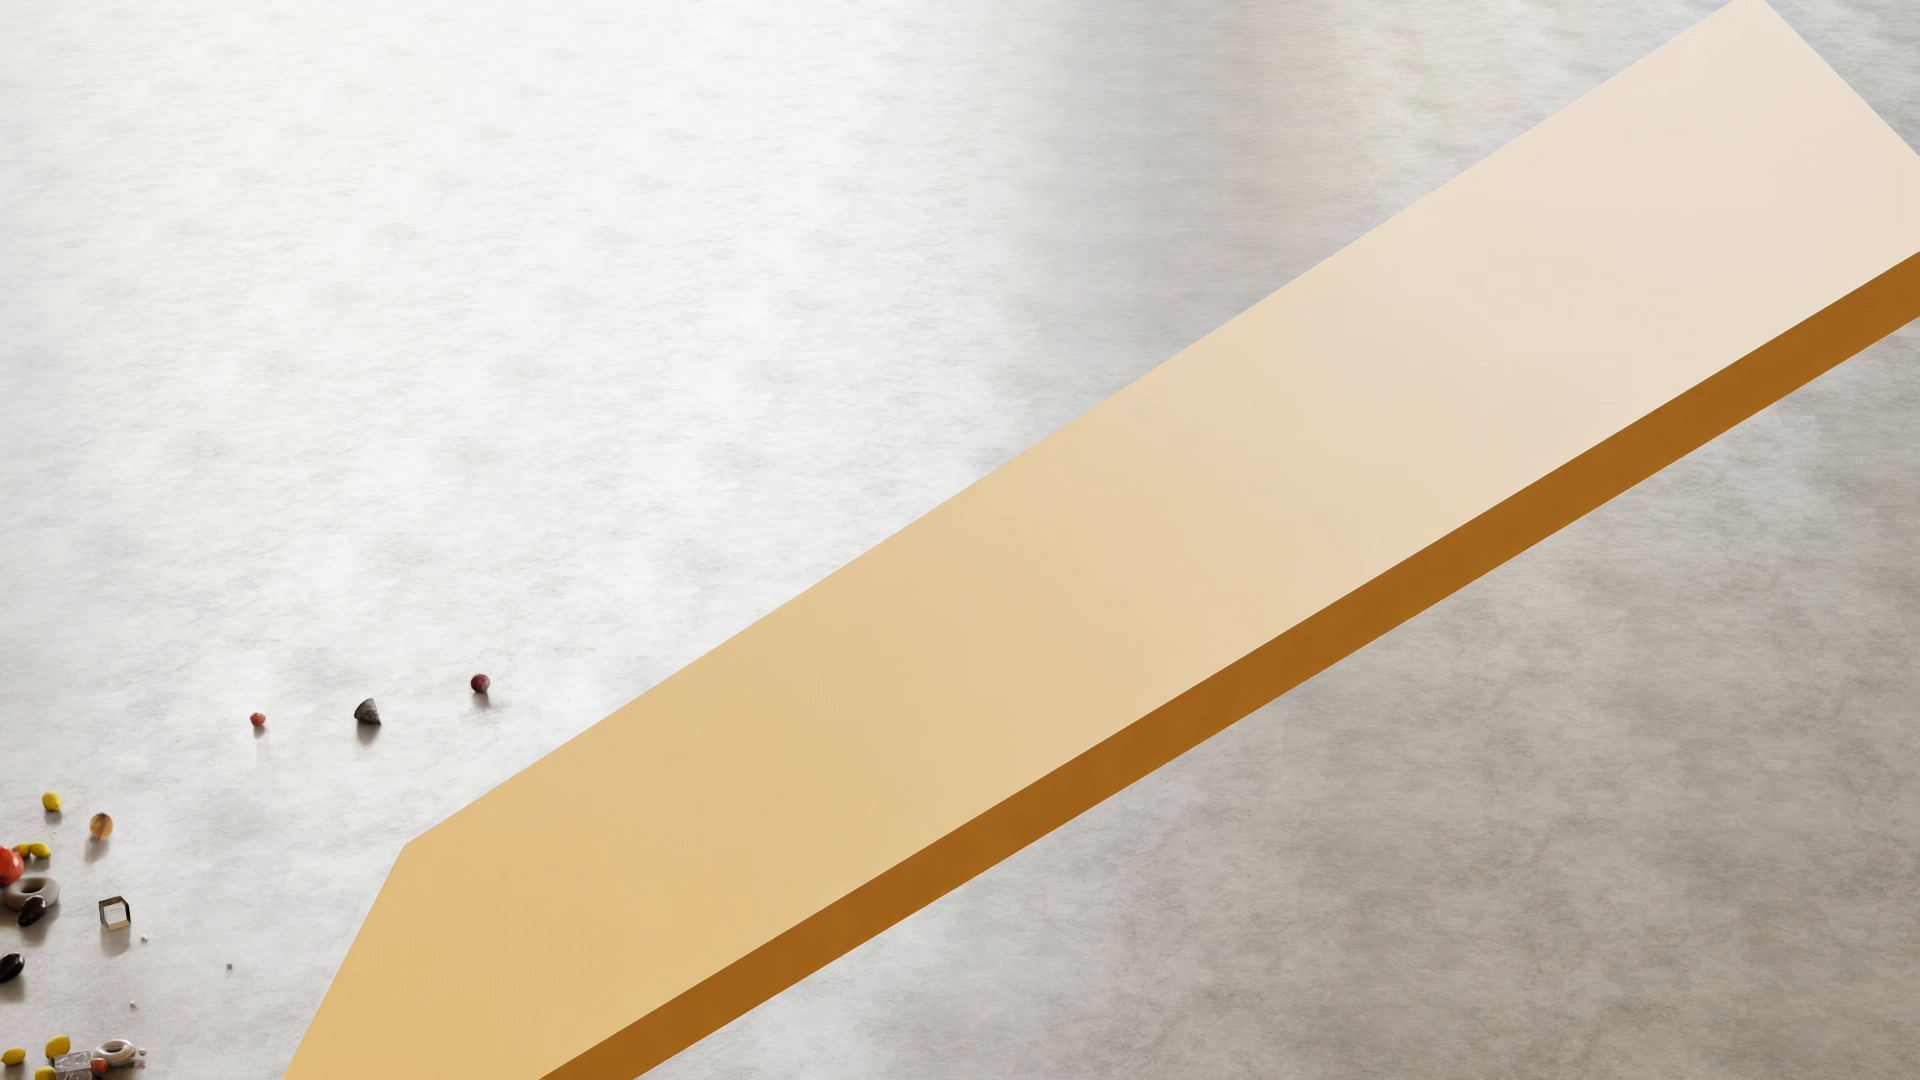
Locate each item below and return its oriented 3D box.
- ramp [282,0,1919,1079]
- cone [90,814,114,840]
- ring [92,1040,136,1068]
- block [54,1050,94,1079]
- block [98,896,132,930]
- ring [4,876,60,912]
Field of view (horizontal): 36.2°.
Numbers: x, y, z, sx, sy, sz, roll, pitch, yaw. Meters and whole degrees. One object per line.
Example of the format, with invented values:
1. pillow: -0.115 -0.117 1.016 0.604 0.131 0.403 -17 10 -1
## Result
1. ramp: 0.136 0.174 6.305 4.000 0.100 2.000 -32 16 15
2. cone: -2.345 0.781 7.977 0.070 0.070 0.070 -17 4 45
3. ring: -1.982 1.203 6.893 0.098 0.033 0.098 0 20 0
4. block: -2.034 1.232 6.755 0.078 0.078 0.078 -6 22 -16
5. block: -2.156 0.951 7.503 0.058 0.058 0.058 -15 26 -33
6. ring: -2.403 0.915 7.613 0.142 0.047 0.142 0 22 0
